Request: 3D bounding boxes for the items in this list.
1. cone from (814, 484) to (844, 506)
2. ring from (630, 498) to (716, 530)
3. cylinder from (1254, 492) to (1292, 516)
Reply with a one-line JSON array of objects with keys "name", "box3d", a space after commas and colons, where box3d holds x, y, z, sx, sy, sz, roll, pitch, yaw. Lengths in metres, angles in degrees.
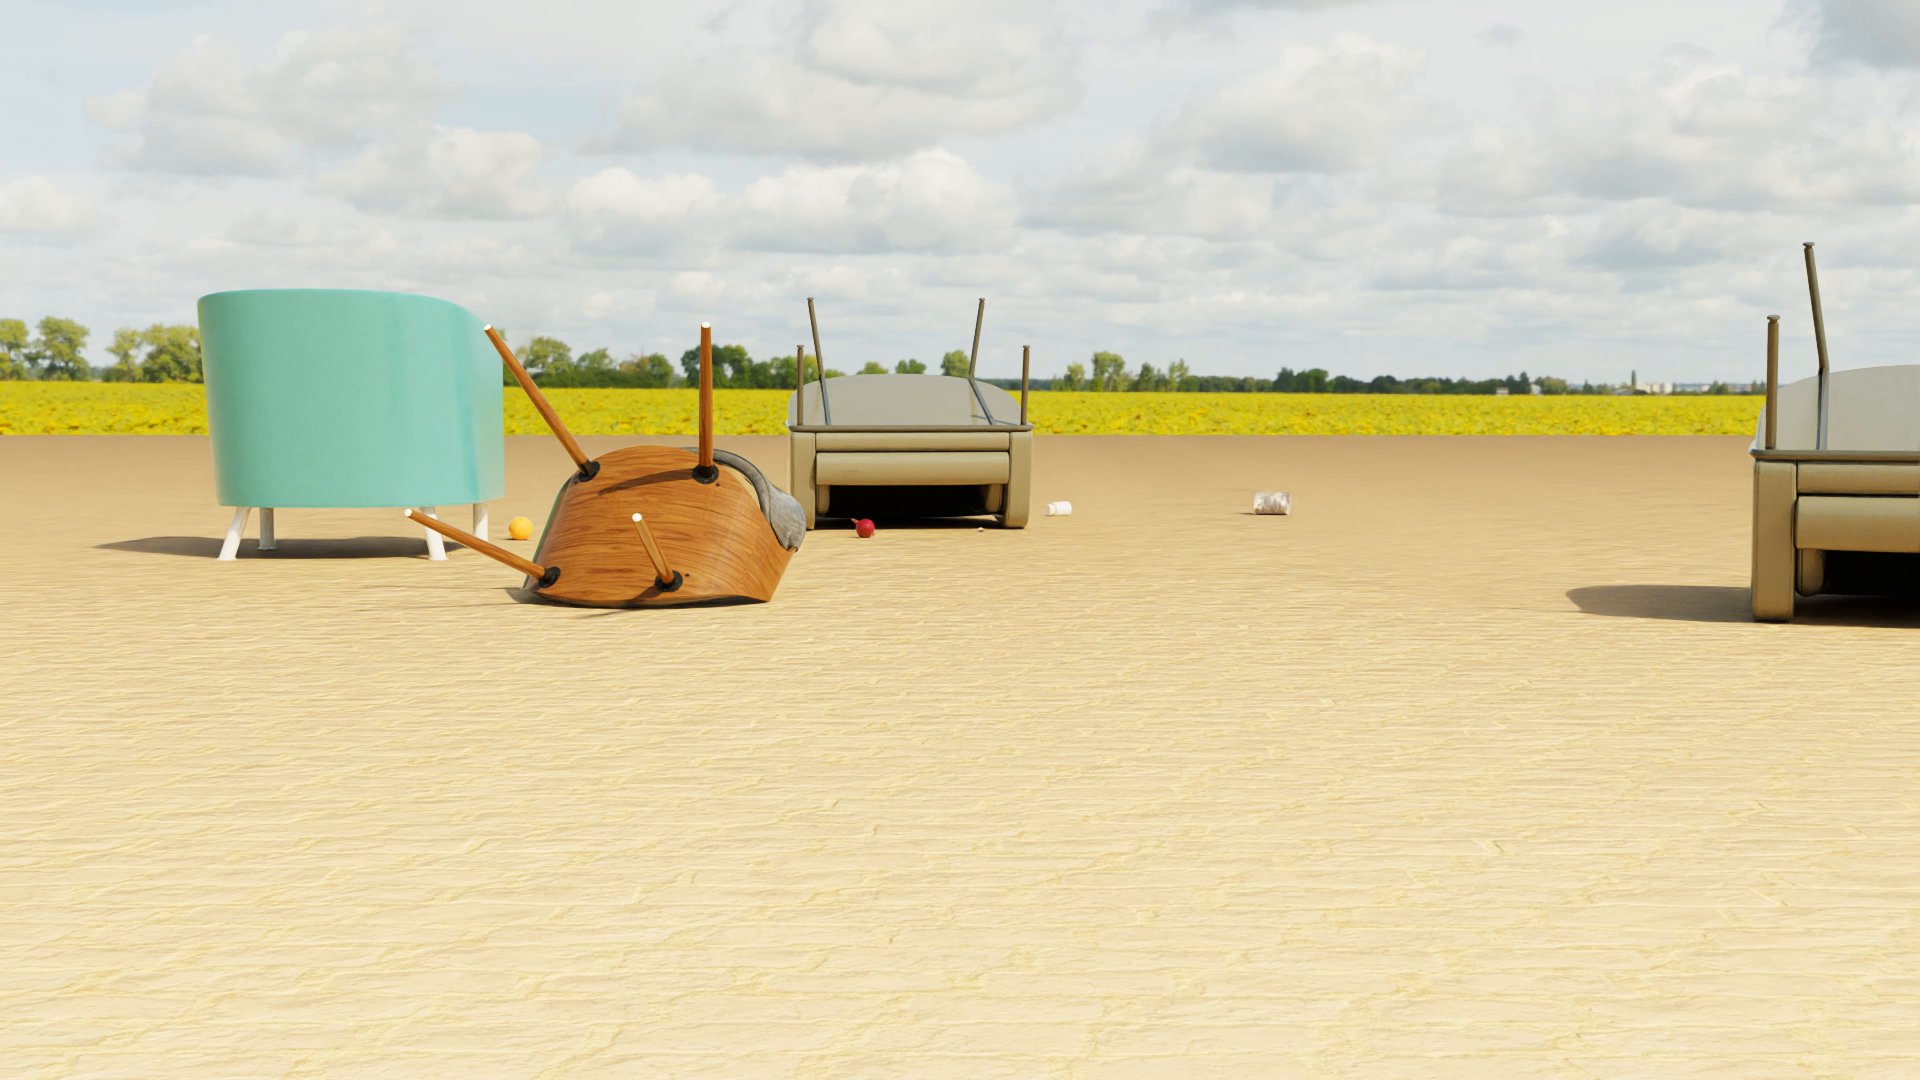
[{"name": "cone", "box3d": [-0.533, -0.154, 8.471, 0.162, 0.094, 0.095, -10, 23, 49]}, {"name": "ring", "box3d": [-0.924, -0.082, 7.086, 0.272, 0.092, 0.264, -1, 5, -5]}, {"name": "cylinder", "box3d": [1.119, -0.131, 7.865, 0.111, 0.080, 0.121, 1, 12, 19]}]
